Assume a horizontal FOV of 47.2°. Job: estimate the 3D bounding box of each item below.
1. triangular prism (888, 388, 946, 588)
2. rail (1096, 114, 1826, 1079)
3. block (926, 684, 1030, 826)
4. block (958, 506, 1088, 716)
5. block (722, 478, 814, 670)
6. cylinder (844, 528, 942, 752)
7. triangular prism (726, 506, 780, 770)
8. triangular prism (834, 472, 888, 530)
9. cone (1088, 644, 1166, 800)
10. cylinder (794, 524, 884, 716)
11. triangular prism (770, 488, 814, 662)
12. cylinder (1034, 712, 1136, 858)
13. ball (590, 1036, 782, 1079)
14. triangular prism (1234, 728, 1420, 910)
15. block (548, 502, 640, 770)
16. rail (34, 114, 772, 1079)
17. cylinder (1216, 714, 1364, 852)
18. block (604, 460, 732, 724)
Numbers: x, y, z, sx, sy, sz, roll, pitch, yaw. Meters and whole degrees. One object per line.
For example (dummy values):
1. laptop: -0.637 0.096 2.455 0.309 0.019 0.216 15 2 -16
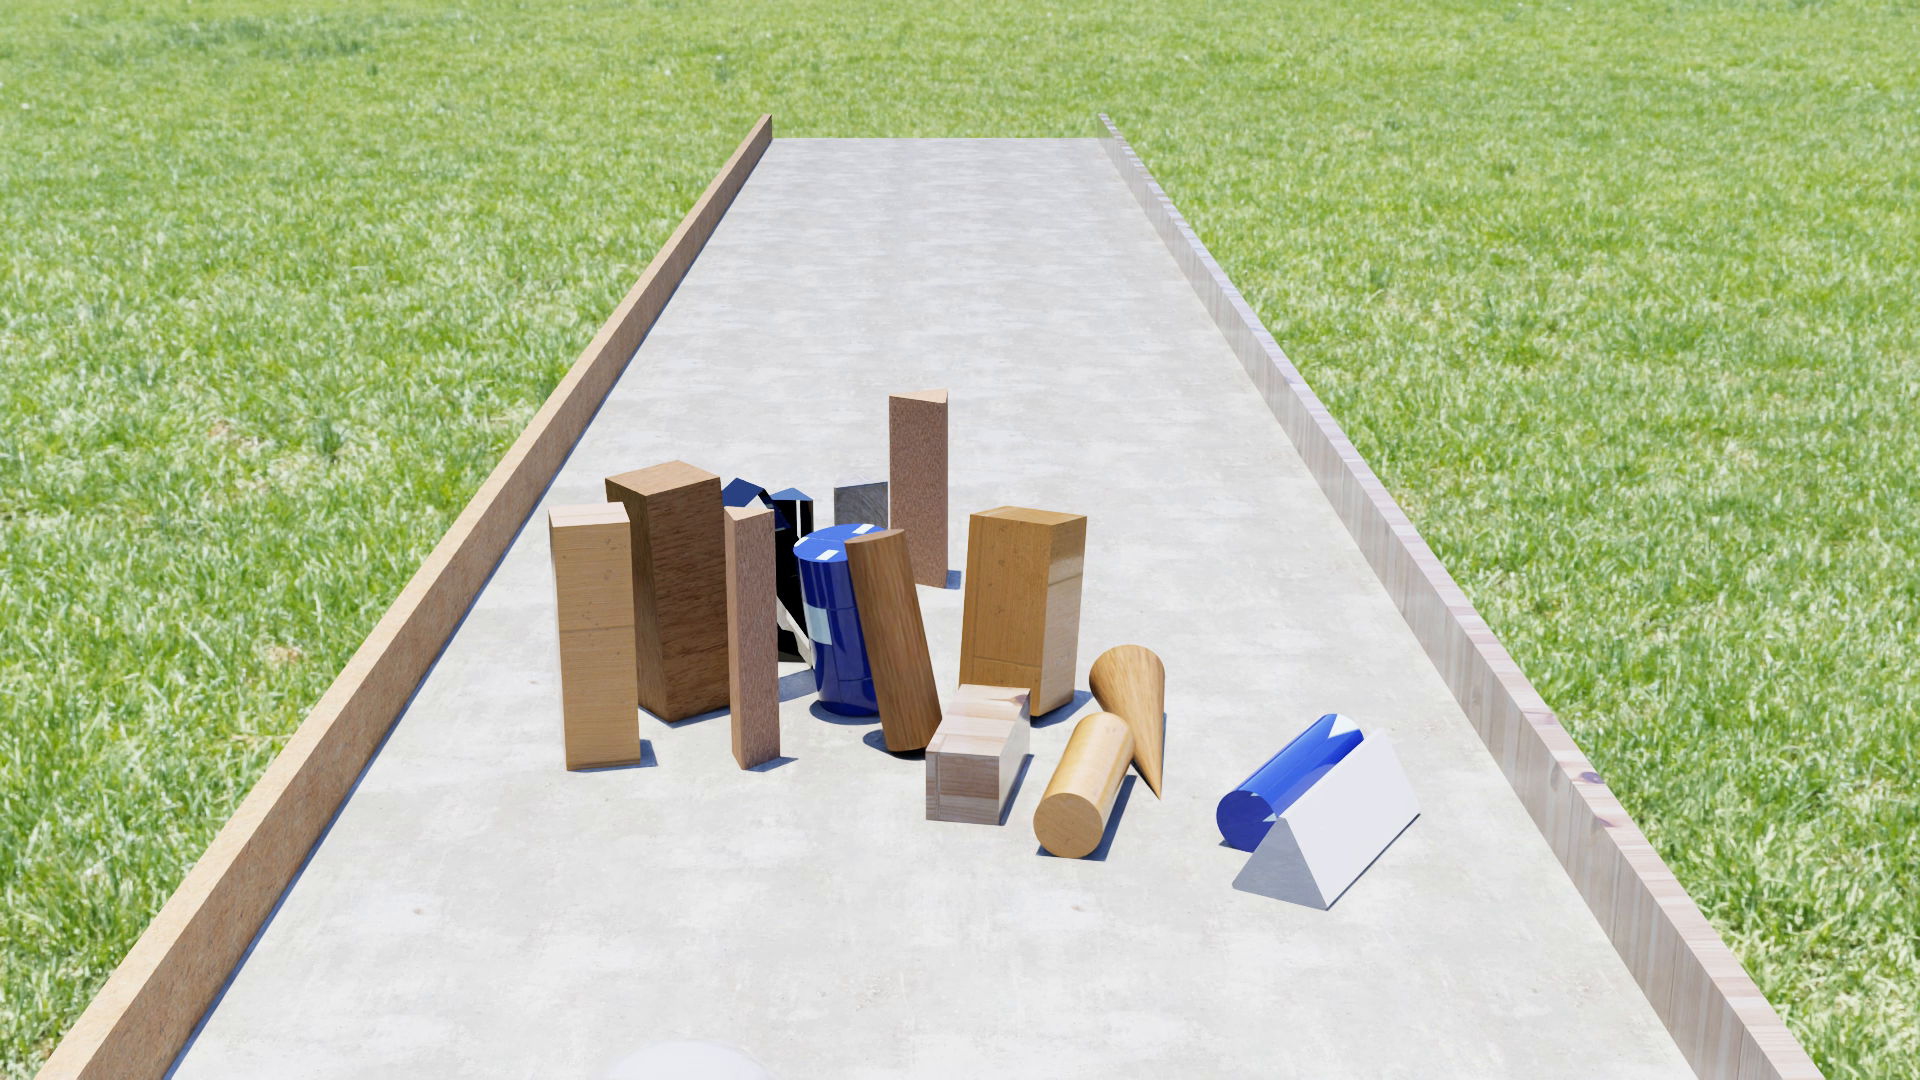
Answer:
1. triangular prism: -0.063 -0.120 4.891 0.143 0.421 0.124 10 19 30
2. rail: 0.932 -0.844 7.801 0.050 0.150 12.000 0 17 -1
3. block: 0.034 0.365 3.782 0.124 0.124 0.321 3 17 10
4. block: 0.118 0.129 4.131 0.167 0.357 0.167 8 10 25
5. block: -0.330 0.080 4.226 0.102 0.435 0.102 -45 36 -18
6. cylinder: -0.116 0.178 3.931 0.110 0.381 0.110 -11 7 1
7. triangular prism: -0.379 0.169 3.856 0.077 0.457 0.089 15 22 41
8. triangular prism: -0.226 0.017 4.633 0.120 0.305 0.104 -8 18 -24
9. cone: 0.326 0.351 3.921 0.144 0.144 0.424 -1 26 -4
10. cylinder: -0.200 0.149 4.130 0.179 0.315 0.179 -7 22 3
11. triangular prism: -0.338 0.069 4.404 0.106 0.337 0.091 1 17 4
12. cylinder: 0.211 0.404 3.670 0.113 0.113 0.364 4 17 12
13. ball: -0.303 0.689 2.413 0.283 0.283 0.283 0 17 0
14. triangular prism: 0.597 0.432 3.527 0.156 0.135 0.426 10 19 29
15. block: -0.644 0.169 3.874 0.130 0.447 0.130 -4 17 -13
16. rail: -1.118 -0.838 7.780 0.050 0.150 12.000 0 17 -1
17. cylinder: 0.559 0.403 3.687 0.106 0.106 0.393 10 19 29
18. block: -0.535 0.095 4.112 0.156 0.444 0.156 -16 23 -34
